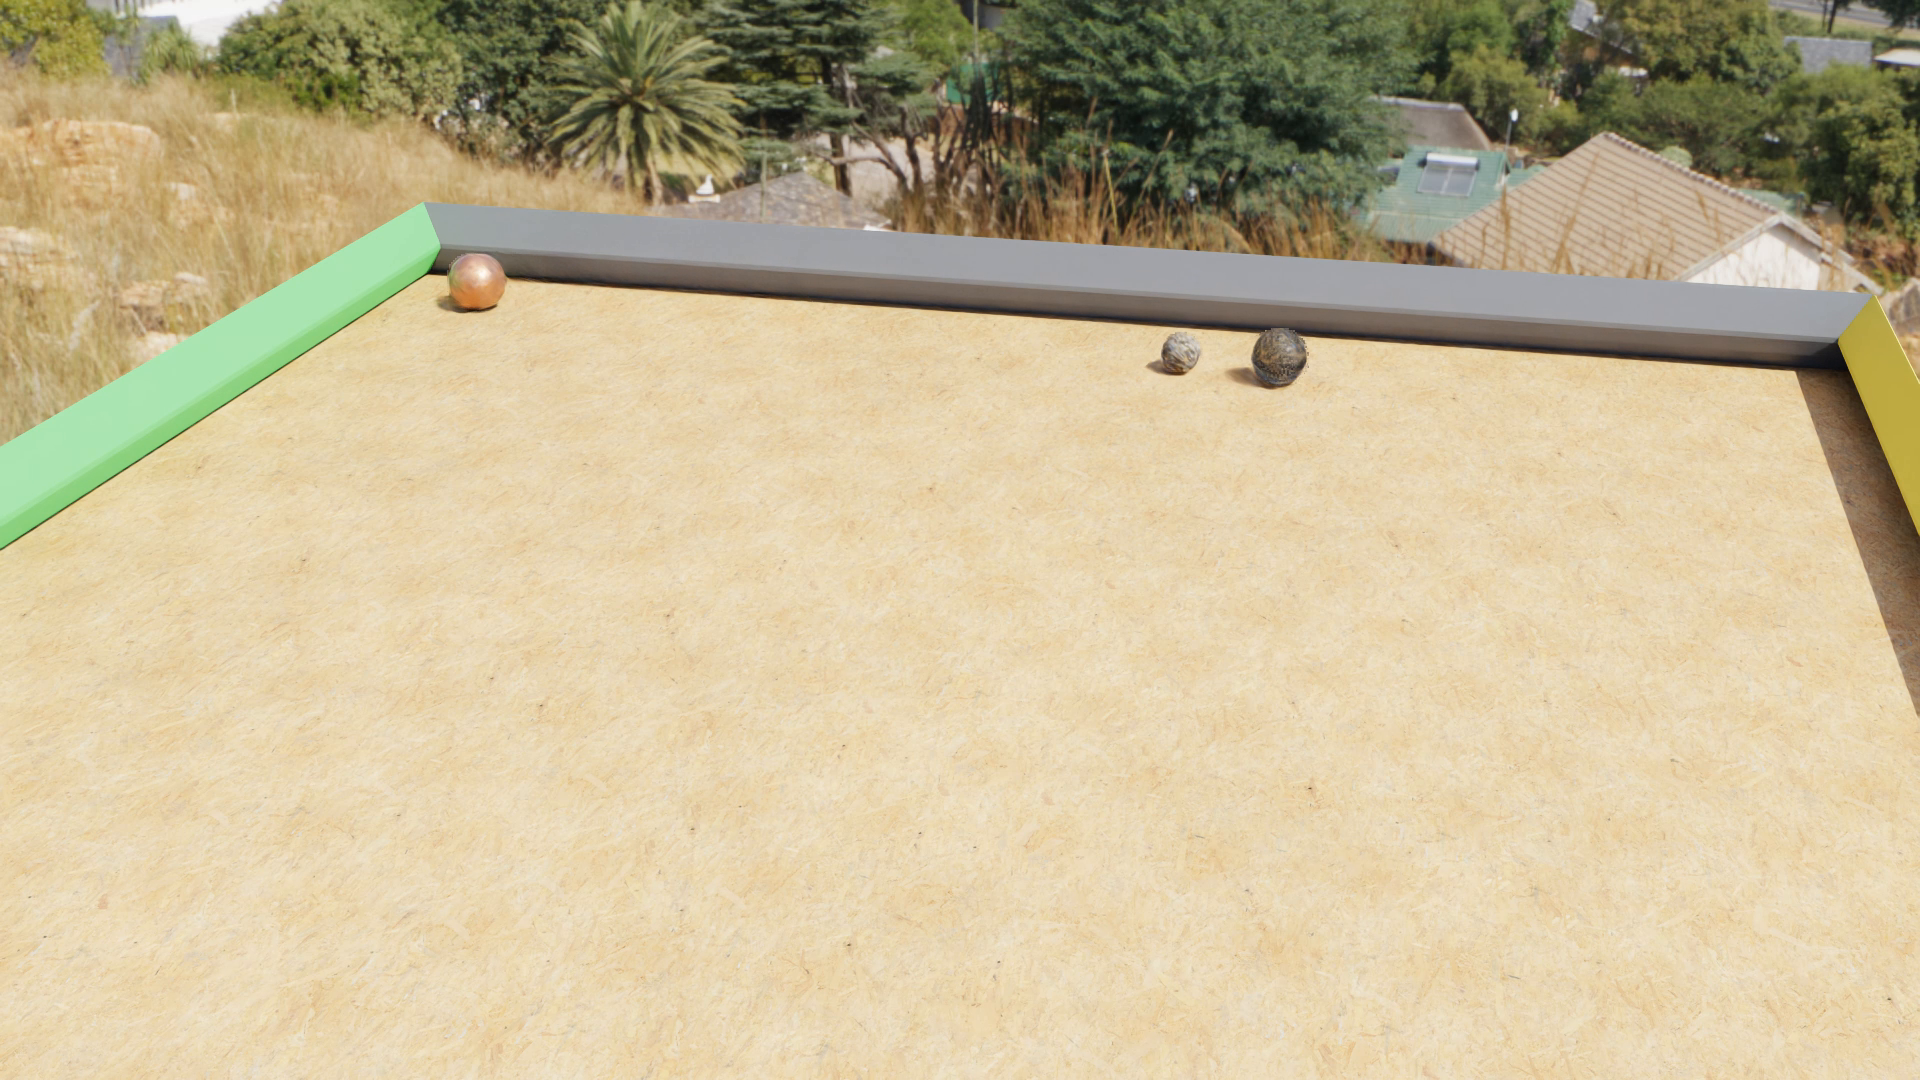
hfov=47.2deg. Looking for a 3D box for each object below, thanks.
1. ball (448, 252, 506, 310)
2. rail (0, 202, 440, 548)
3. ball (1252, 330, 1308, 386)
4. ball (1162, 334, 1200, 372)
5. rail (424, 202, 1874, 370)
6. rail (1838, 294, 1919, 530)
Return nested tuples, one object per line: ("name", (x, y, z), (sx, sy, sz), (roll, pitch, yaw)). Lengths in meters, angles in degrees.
("ball", (-0.718, -0.385, 3.270), (0.085, 0.085, 0.085), (0, 24, 0))
("rail", (-1.220, 0.242, 1.813), (0.045, 0.110, 3.643), (5, 24, 12))
("ball", (0.431, -0.247, 2.969), (0.075, 0.075, 0.075), (0, 24, 0))
("ball", (0.303, -0.256, 3.017), (0.053, 0.053, 0.053), (0, 24, 0))
("rail", (0.198, -0.370, 3.204), (2.134, 0.110, 0.045), (5, 24, 12))
("rail", (0.813, 0.430, 1.387), (0.045, 0.110, 3.643), (5, 24, 12))
